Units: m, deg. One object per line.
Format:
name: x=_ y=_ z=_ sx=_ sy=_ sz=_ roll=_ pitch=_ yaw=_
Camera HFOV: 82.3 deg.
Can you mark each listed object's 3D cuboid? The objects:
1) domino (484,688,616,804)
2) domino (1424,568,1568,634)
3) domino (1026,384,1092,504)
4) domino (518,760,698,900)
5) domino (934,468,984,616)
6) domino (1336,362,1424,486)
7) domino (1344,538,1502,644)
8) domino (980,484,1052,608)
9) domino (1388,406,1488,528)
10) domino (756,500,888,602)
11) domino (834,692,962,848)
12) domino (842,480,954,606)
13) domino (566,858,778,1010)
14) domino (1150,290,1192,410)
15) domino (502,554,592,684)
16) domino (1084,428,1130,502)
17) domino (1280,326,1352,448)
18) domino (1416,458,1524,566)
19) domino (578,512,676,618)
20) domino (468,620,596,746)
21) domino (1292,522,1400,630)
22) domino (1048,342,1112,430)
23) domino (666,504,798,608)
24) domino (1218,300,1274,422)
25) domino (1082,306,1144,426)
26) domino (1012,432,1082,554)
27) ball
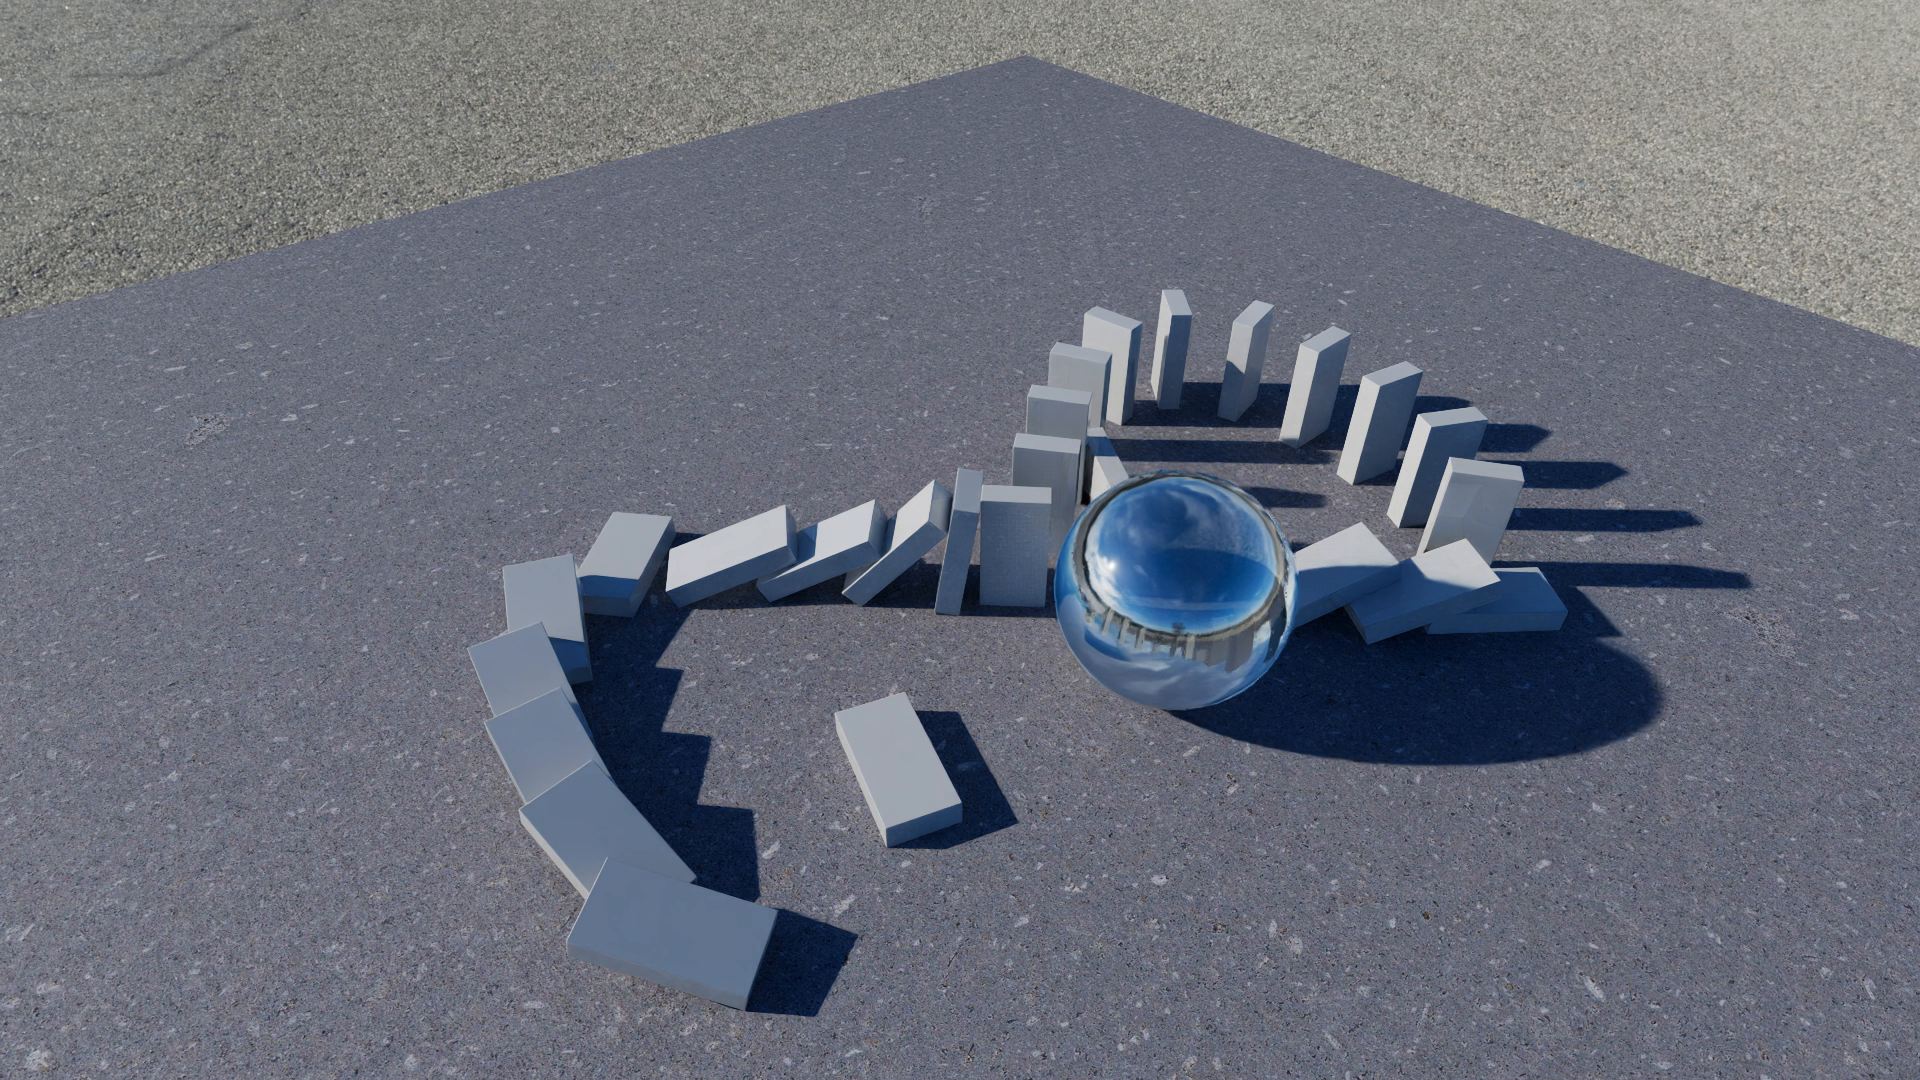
domino: x=-0.126 y=0.073 z=0.344 sx=0.025 sy=0.010 sz=0.050 roll=-26 pitch=62 yaw=-28
domino: x=0.198 y=0.023 z=0.416 sx=0.050 sy=0.010 sz=0.025 roll=-1 pitch=39 yaw=-2
domino: x=0.040 y=-0.039 z=0.460 sx=0.025 sy=0.050 sz=0.009 roll=9 pitch=40 yaw=11
domino: x=-0.103 y=0.091 z=0.322 sx=0.050 sy=0.009 sz=0.025 roll=41 pitch=53 yaw=19
domino: x=-0.001 y=0.001 z=0.409 sx=0.010 sy=0.050 sz=0.025 roll=9 pitch=39 yaw=-2
domino: x=0.180 y=-0.050 z=0.472 sx=0.025 sy=0.050 sz=0.010 roll=-20 pitch=43 yaw=-22
domino: x=0.169 y=0.019 z=0.407 sx=0.050 sy=0.009 sz=0.025 roll=-20 pitch=38 yaw=6
domino: x=0.020 y=0.003 z=0.408 sx=0.025 sy=0.050 sz=0.009 roll=3 pitch=39 yaw=3
domino: x=0.193 y=-0.029 z=0.447 sx=0.025 sy=0.050 sz=0.009 roll=-8 pitch=40 yaw=-10
domino: x=-0.053 y=0.004 z=0.420 sx=0.050 sy=0.010 sz=0.025 roll=-21 pitch=35 yaw=19
domino: x=-0.020 y=0.073 z=0.355 sx=0.025 sy=0.010 sz=0.050 roll=-15 pitch=42 yaw=-17
domino: x=-0.024 y=0.001 z=0.415 sx=0.009 sy=0.050 sz=0.025 roll=37 pitch=33 yaw=-22
domino: x=-0.078 y=0.108 z=0.301 sx=0.050 sy=0.010 sz=0.025 roll=17 pitch=46 yaw=0
domino: x=0.100 y=-0.090 z=0.521 sx=0.009 sy=0.050 sz=0.025 roll=-1 pitch=39 yaw=-1
domino: x=-0.149 y=0.030 z=0.397 sx=0.025 sy=0.009 sz=0.050 roll=-12 pitch=55 yaw=-14
domino: x=0.061 y=-0.022 z=0.459 sx=0.010 sy=0.025 sz=0.050 roll=-7 pitch=40 yaw=-9
domino: x=0.160 y=-0.068 z=0.495 sx=0.025 sy=0.050 sz=0.010 roll=-29 pitch=48 yaw=-31
domino: x=0.194 y=-0.007 z=0.420 sx=0.025 sy=0.050 sz=0.010 roll=9 pitch=40 yaw=11
domino: x=-0.133 y=0.009 z=0.433 sx=0.025 sy=0.009 sz=0.050 roll=5 pitch=40 yaw=6
domino: x=-0.143 y=0.053 z=0.368 sx=0.025 sy=0.010 sz=0.050 roll=-22 pitch=60 yaw=-24
domino: x=0.136 y=0.014 z=0.414 sx=0.050 sy=0.009 sz=0.025 roll=-25 pitch=42 yaw=0
domino: x=0.052 y=-0.061 z=0.486 sx=0.025 sy=0.050 sz=0.009 roll=15 pitch=42 yaw=17
domino: x=-0.087 y=0.006 z=0.423 sx=0.050 sy=0.009 sz=0.025 roll=-21 pitch=40 yaw=7
domino: x=0.133 y=-0.083 z=0.513 sx=0.009 sy=0.050 sz=0.025 roll=23 pitch=45 yaw=26
domino: x=0.069 y=-0.080 z=0.510 sx=0.025 sy=0.050 sz=0.010 roll=28 pitch=47 yaw=30
domino: x=0.033 y=-0.017 z=0.433 sx=0.025 sy=0.050 sz=0.010 roll=7 pitch=40 yaw=8
ball: x=0.071 y=0.017 z=0.368 sx=0.080 sy=0.080 sz=0.080 roll=0 pitch=39 yaw=0
